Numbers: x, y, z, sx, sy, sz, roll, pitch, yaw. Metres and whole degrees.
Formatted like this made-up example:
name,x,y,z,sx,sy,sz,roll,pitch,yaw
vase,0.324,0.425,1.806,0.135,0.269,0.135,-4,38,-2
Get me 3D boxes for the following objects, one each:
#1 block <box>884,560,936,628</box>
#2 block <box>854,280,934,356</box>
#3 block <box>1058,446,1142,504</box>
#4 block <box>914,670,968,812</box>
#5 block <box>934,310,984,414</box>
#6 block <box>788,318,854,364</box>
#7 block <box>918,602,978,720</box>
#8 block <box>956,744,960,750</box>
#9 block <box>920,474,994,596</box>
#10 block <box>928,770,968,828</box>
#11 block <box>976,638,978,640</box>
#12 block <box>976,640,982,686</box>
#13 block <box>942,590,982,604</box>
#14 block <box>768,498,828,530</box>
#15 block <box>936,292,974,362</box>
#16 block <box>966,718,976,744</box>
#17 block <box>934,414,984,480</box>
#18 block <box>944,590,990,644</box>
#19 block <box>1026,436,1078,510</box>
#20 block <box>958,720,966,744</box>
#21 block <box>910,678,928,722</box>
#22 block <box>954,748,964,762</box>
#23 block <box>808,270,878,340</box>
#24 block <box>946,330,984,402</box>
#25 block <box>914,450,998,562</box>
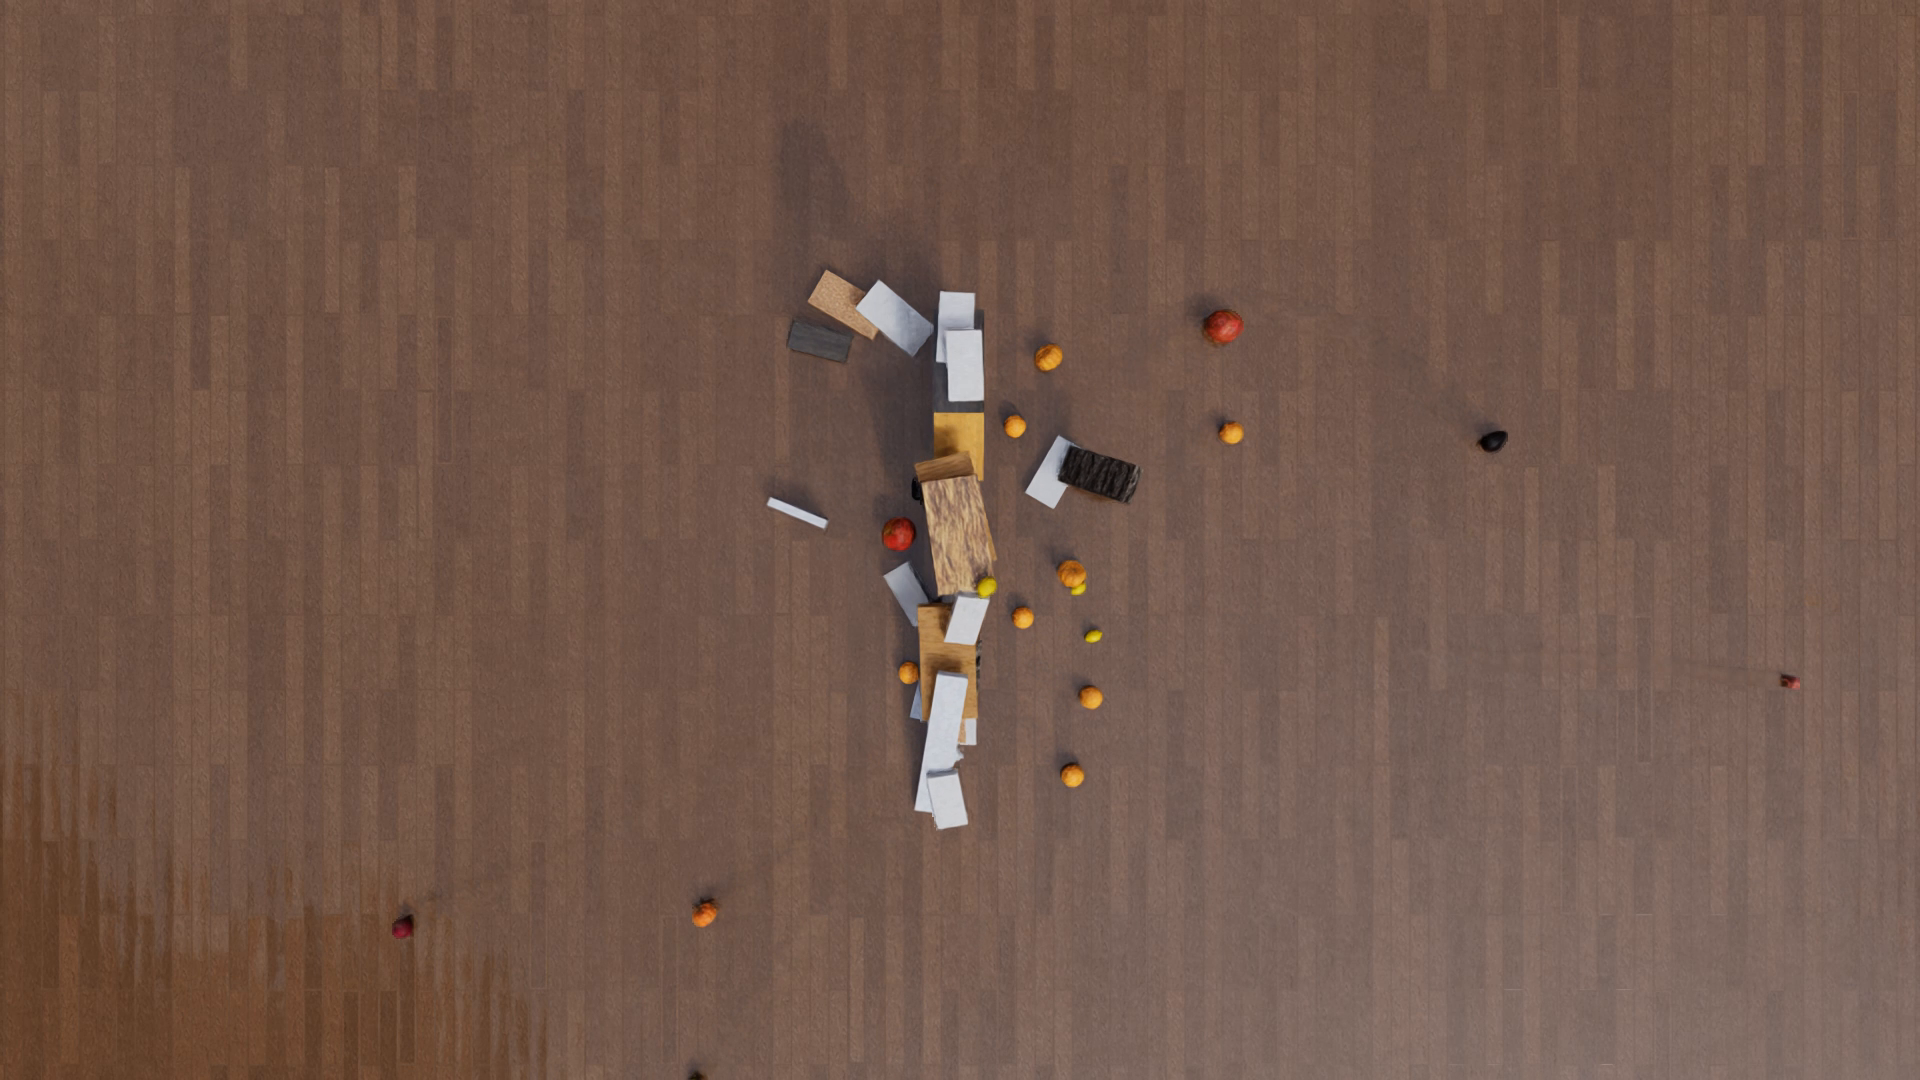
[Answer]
name,x,y,z,sx,sy,sz,roll,pitch,yaw
block,-0.160,0.180,5.467,0.100,0.028,0.201,-31,90,24
block,-0.215,-0.733,5.454,0.248,0.035,0.124,39,88,-12
block,0.451,-0.213,5.341,0.035,0.310,0.124,20,91,-42
block,-0.062,0.663,5.374,0.101,0.029,0.523,8,115,-3
block,-0.003,-0.564,5.229,0.162,0.046,0.323,0,92,0
block,-0.464,-0.660,5.483,0.201,0.028,0.100,15,90,-2
block,-0.038,0.393,5.342,0.179,0.051,0.376,-2,101,2
block,-0.051,0.705,5.493,0.092,0.013,0.046,-30,90,0
block,-0.008,-0.015,5.191,0.179,0.051,0.358,-8,88,-5
block,-0.041,0.854,5.432,0.101,0.029,0.202,-9,116,2
block,0.008,0.255,5.438,0.112,0.032,0.224,6,66,1
block,0.008,0.440,5.441,0.112,0.032,0.224,4,92,0
block,0.009,0.153,5.331,0.120,0.034,0.239,5,114,-4
block,-0.535,-0.086,5.449,0.201,0.100,0.028,22,87,0
block,-0.014,-0.667,5.186,0.110,0.031,0.220,3,92,0
block,-0.002,0.559,5.414,0.112,0.032,0.224,1,101,1
block,-0.005,-0.336,5.378,0.162,0.046,0.323,0,130,0
block,0.019,0.246,5.214,0.101,0.029,0.202,6,131,-13
block,0.319,-0.225,5.484,0.110,0.031,0.220,30,90,0
block,-0.005,0.621,5.402,0.046,0.013,0.092,-2,100,2
block,-0.115,0.526,5.490,0.072,0.021,0.145,13,90,0
block,-0.036,0.691,5.417,0.092,0.013,0.046,44,125,-16
block,-0.368,-0.780,5.482,0.247,0.035,0.124,30,90,0
block,0.016,-0.546,5.161,0.110,0.031,0.220,-2,99,1
block,-0.015,-0.087,5.248,0.179,0.051,0.358,-14,87,-5
